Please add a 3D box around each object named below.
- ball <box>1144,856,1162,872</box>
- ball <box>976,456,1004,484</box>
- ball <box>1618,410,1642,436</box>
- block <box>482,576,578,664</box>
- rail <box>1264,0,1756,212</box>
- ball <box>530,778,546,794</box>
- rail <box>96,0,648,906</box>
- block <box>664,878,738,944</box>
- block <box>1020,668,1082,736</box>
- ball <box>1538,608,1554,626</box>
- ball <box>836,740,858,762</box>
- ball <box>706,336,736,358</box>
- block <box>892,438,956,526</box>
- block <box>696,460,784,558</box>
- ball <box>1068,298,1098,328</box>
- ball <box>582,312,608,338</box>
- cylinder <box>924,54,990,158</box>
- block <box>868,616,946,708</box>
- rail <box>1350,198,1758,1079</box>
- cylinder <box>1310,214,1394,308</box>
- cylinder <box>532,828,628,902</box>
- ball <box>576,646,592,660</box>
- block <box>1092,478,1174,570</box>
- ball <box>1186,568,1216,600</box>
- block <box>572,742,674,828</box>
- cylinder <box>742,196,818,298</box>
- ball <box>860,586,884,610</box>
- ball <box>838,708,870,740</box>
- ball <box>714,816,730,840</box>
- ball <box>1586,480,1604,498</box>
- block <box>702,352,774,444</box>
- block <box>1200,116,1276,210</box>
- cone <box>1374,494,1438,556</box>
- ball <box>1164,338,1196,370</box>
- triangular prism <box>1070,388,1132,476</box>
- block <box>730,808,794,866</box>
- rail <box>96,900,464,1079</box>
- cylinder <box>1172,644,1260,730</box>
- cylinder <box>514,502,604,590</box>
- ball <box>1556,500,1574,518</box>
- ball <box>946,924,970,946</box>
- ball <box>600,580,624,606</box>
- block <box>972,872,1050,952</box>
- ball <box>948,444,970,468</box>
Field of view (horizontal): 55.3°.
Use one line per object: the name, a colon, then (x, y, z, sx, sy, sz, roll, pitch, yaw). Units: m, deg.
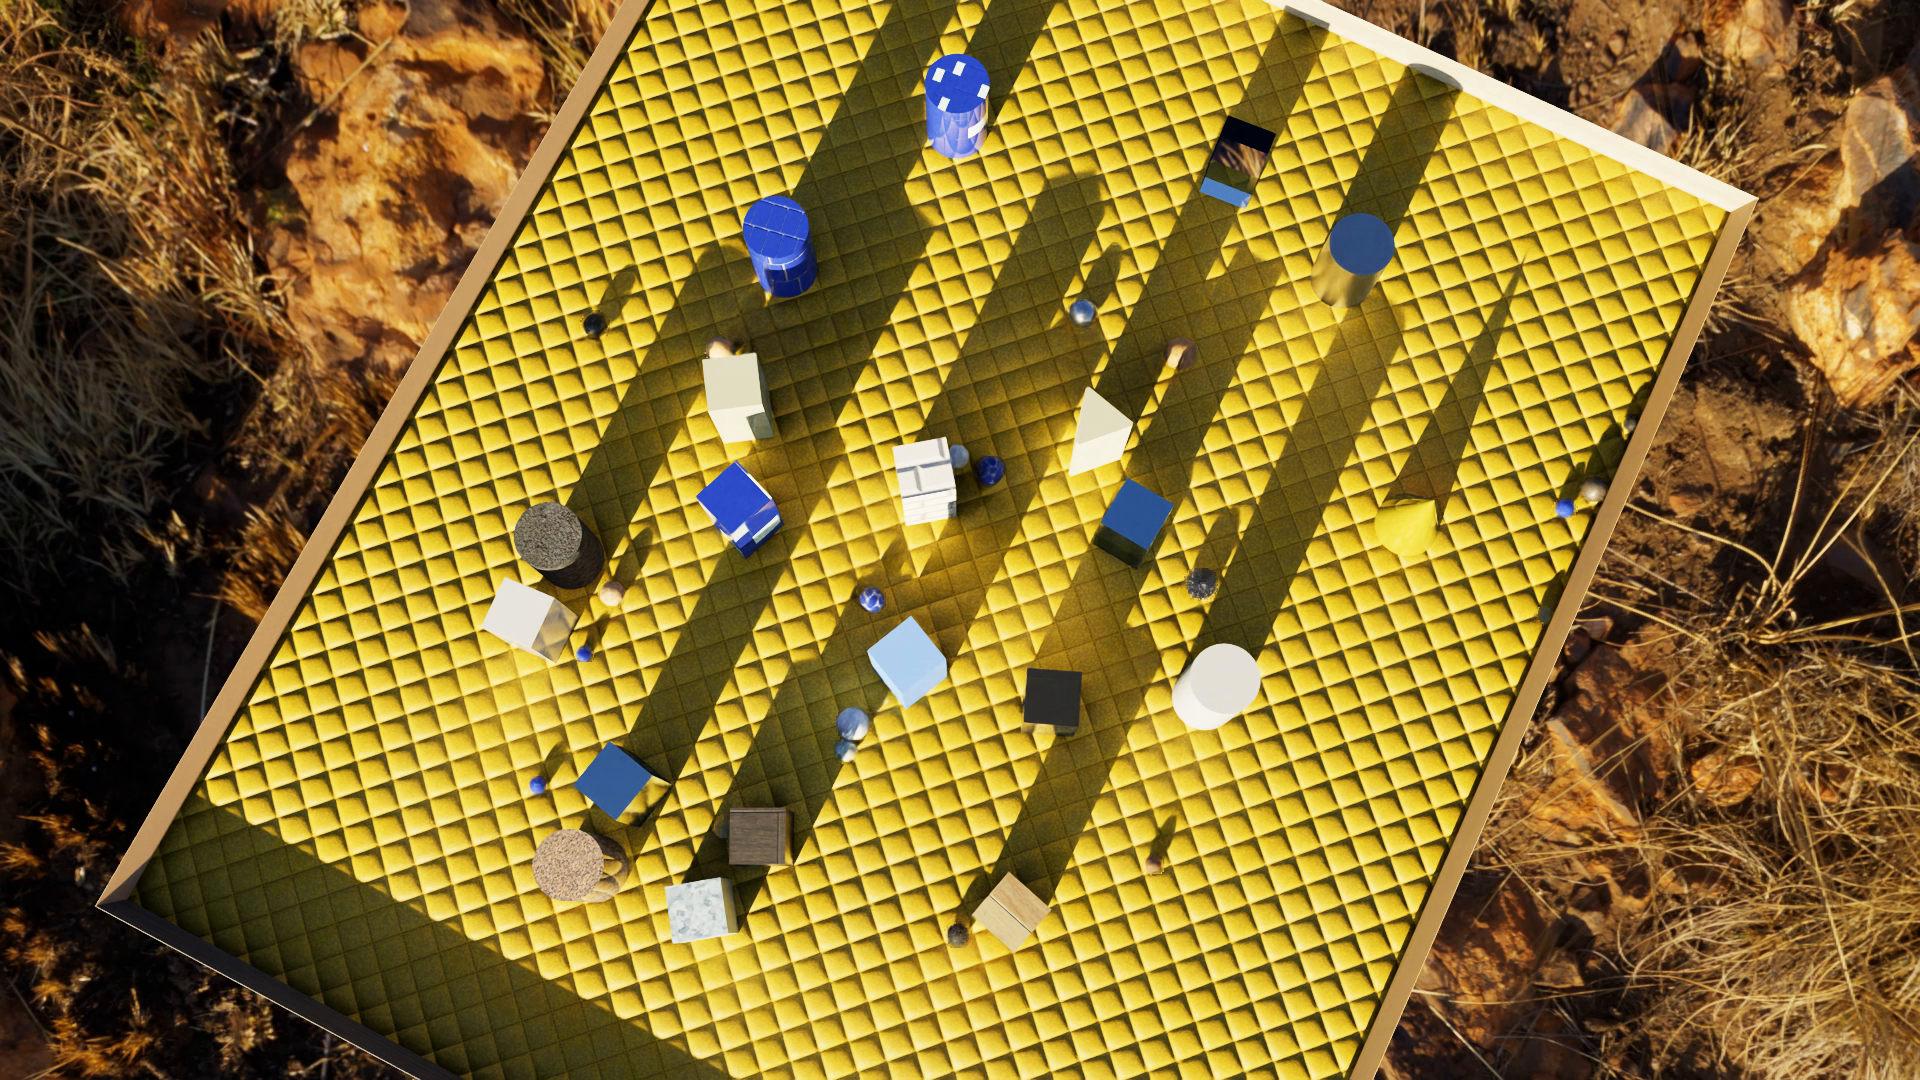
ball: (0.569, 0.954, 5.393, 0.051, 0.051, 0.051, 0, 78, 0)
ball: (0.093, -0.212, 5.617, 0.085, 0.085, 0.085, 0, 78, 0)
ball: (2.078, -0.360, 5.665, 0.081, 0.081, 0.081, 0, 78, 0)
block: (-1.263, 0.240, 5.397, 0.157, 0.334, 0.157, 22, 79, 4)
rail: (0.920, -1.794, 5.922, 3.482, 0.128, 0.045, 26, 80, 5)
ball: (-1.252, 0.730, 5.439, 0.052, 0.052, 0.052, 0, 78, 0)
rail: (-1.536, -0.745, 5.705, 0.045, 0.128, 4.160, 26, 80, 5)
block: (-0.740, 1.065, 5.268, 0.157, 0.250, 0.157, -10, 78, -2)
block: (0.265, 0.478, 5.368, 0.157, 0.293, 0.157, 4, 78, 1)
ball: (1.774, 0.230, 5.541, 0.055, 0.055, 0.055, 0, 78, 0)
ball: (-0.339, 0.626, 5.453, 0.066, 0.066, 0.066, 0, 78, 0)
ball: (-0.742, -0.587, 5.692, 0.091, 0.091, 0.091, 0, 78, 0)
block: (-0.104, -0.170, 5.465, 0.157, 0.365, 0.157, -11, 79, -2)
block: (-0.651, -0.086, 5.451, 0.157, 0.359, 0.157, -43, 81, -8)
ball: (0.384, -0.707, 5.716, 0.091, 0.091, 0.091, 0, 78, 0)
ball: (-1.137, -0.670, 5.715, 0.079, 0.079, 0.079, 0, 78, 0)
cylinder: (-0.009, -1.352, 5.725, 0.197, 0.336, 0.197, 0, 78, 0)
block: (-0.150, 0.362, 5.343, 0.157, 0.389, 0.157, -38, 81, -7)
rail: (1.536, 0.759, 5.393, 0.045, 0.128, 4.160, 26, 80, 5)
cylinder: (1.204, -0.855, 5.637, 0.197, 0.306, 0.197, 0, 78, 0)
cylinder: (-1.077, 0.932, 5.225, 0.197, 0.389, 0.197, 0, 78, 0)
ball: (-1.132, 0.340, 5.522, 0.047, 0.047, 0.047, 0, 78, 0)
block: (0.515, -0.045, 5.469, 0.157, 0.308, 0.157, 31, 80, 6)
ball: (0.728, 0.134, 5.541, 0.094, 0.094, 0.094, 0, 78, 0)
block: (-0.963, 0.706, 5.272, 0.157, 0.389, 0.157, 38, 81, 7)
cylinder: (-0.548, -0.895, 5.621, 0.197, 0.353, 0.197, 0, 78, 0)
ball: (-0.266, 0.178, 5.543, 0.073, 0.073, 0.073, 0, 78, 0)
ball: (-0.316, 0.548, 5.454, 0.097, 0.097, 0.097, 0, 78, 0)
ball: (-0.692, 0.848, 5.406, 0.068, 0.068, 0.068, 0, 78, 0)
ball: (1.941, -0.155, 5.607, 0.052, 0.052, 0.052, 0, 78, 0)
block: (-0.664, -0.423, 5.517, 0.157, 0.367, 0.157, -8, 78, -2)
block: (0.867, -1.179, 5.732, 0.157, 0.252, 0.157, 22, 79, 4)
cone: (1.372, -0.081, 5.464, 0.197, 0.332, 0.197, 0, 78, 0)
ball: (0.682, -0.577, 5.686, 0.098, 0.098, 0.098, 0, 78, 0)
triangular prism: (0.394, -0.335, 5.487, 0.170, 0.390, 0.148, -19, 79, -4)
block: (-0.571, 0.862, 5.301, 0.157, 0.269, 0.157, 0, 78, 0)
rail: (-0.920, 1.808, 5.176, 3.482, 0.128, 0.045, 26, 80, 5)
cylinder: (0.737, 0.430, 5.305, 0.197, 0.436, 0.197, 0, 78, 0)
cylinder: (-1.186, 0.020, 5.439, 0.197, 0.339, 0.197, 0, 78, 0)
ball: (1.851, -0.097, 5.608, 0.057, 0.057, 0.057, 0, 78, 0)
ball: (-0.006, 1.152, 5.344, 0.067, 0.067, 0.067, 0, 78, 0)
ball: (-1.053, 0.162, 5.544, 0.076, 0.076, 0.076, 0, 78, 0)
block: (0.144, 1.067, 5.252, 0.157, 0.282, 0.157, 41, 81, 8)
ball: (-0.008, -0.256, 5.632, 0.074, 0.074, 0.074, 0, 78, 0)
